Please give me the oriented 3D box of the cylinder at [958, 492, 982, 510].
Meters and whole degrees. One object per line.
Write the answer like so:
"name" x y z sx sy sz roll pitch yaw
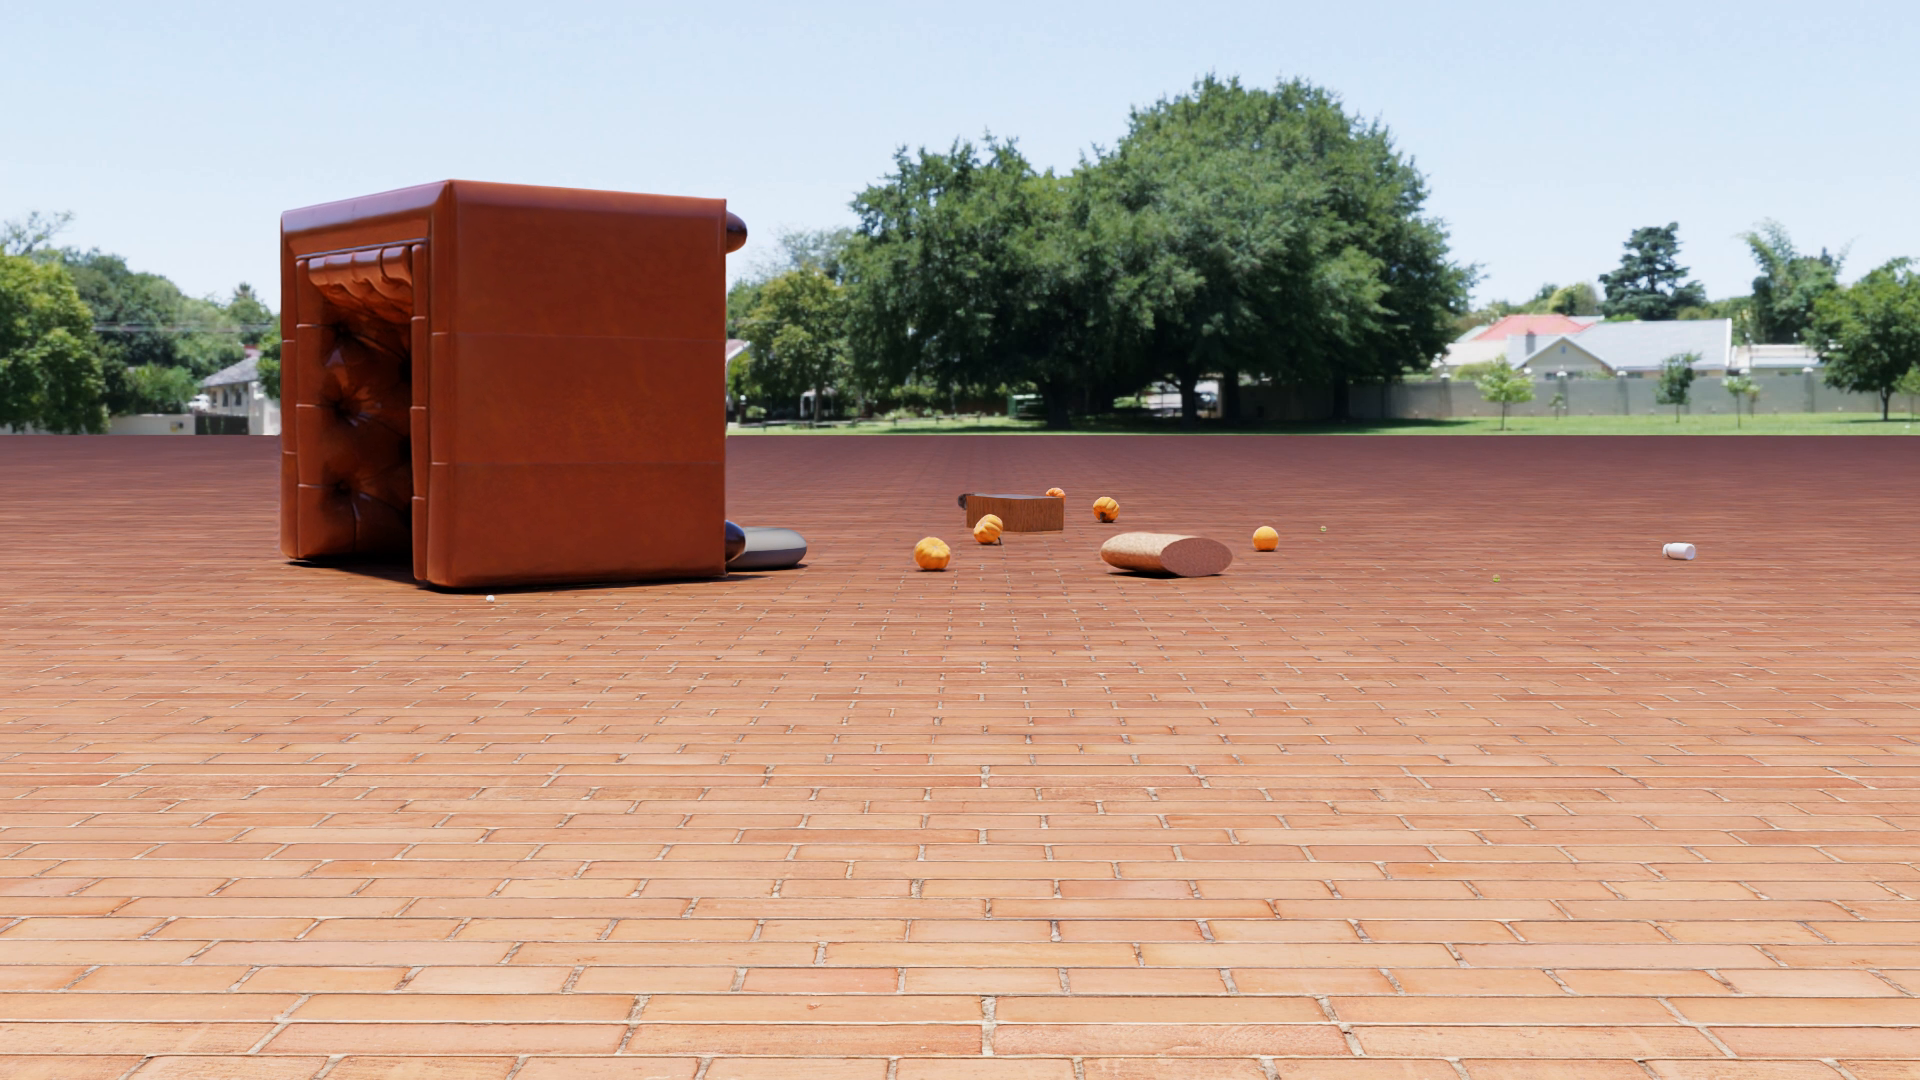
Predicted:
"cylinder" 0.053 -0.143 8.164 0.116 0.062 0.061 12 11 41

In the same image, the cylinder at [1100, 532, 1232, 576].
"cylinder" 0.501 0.035 5.337 0.235 0.094 0.217 1 2 -37

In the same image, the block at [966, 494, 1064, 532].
"block" 0.175 -0.088 7.062 0.175 0.104 0.284 -3 5 -36

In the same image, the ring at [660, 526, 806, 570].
"ring" -0.570 0.021 5.558 0.381 0.097 0.343 -3 4 -41
